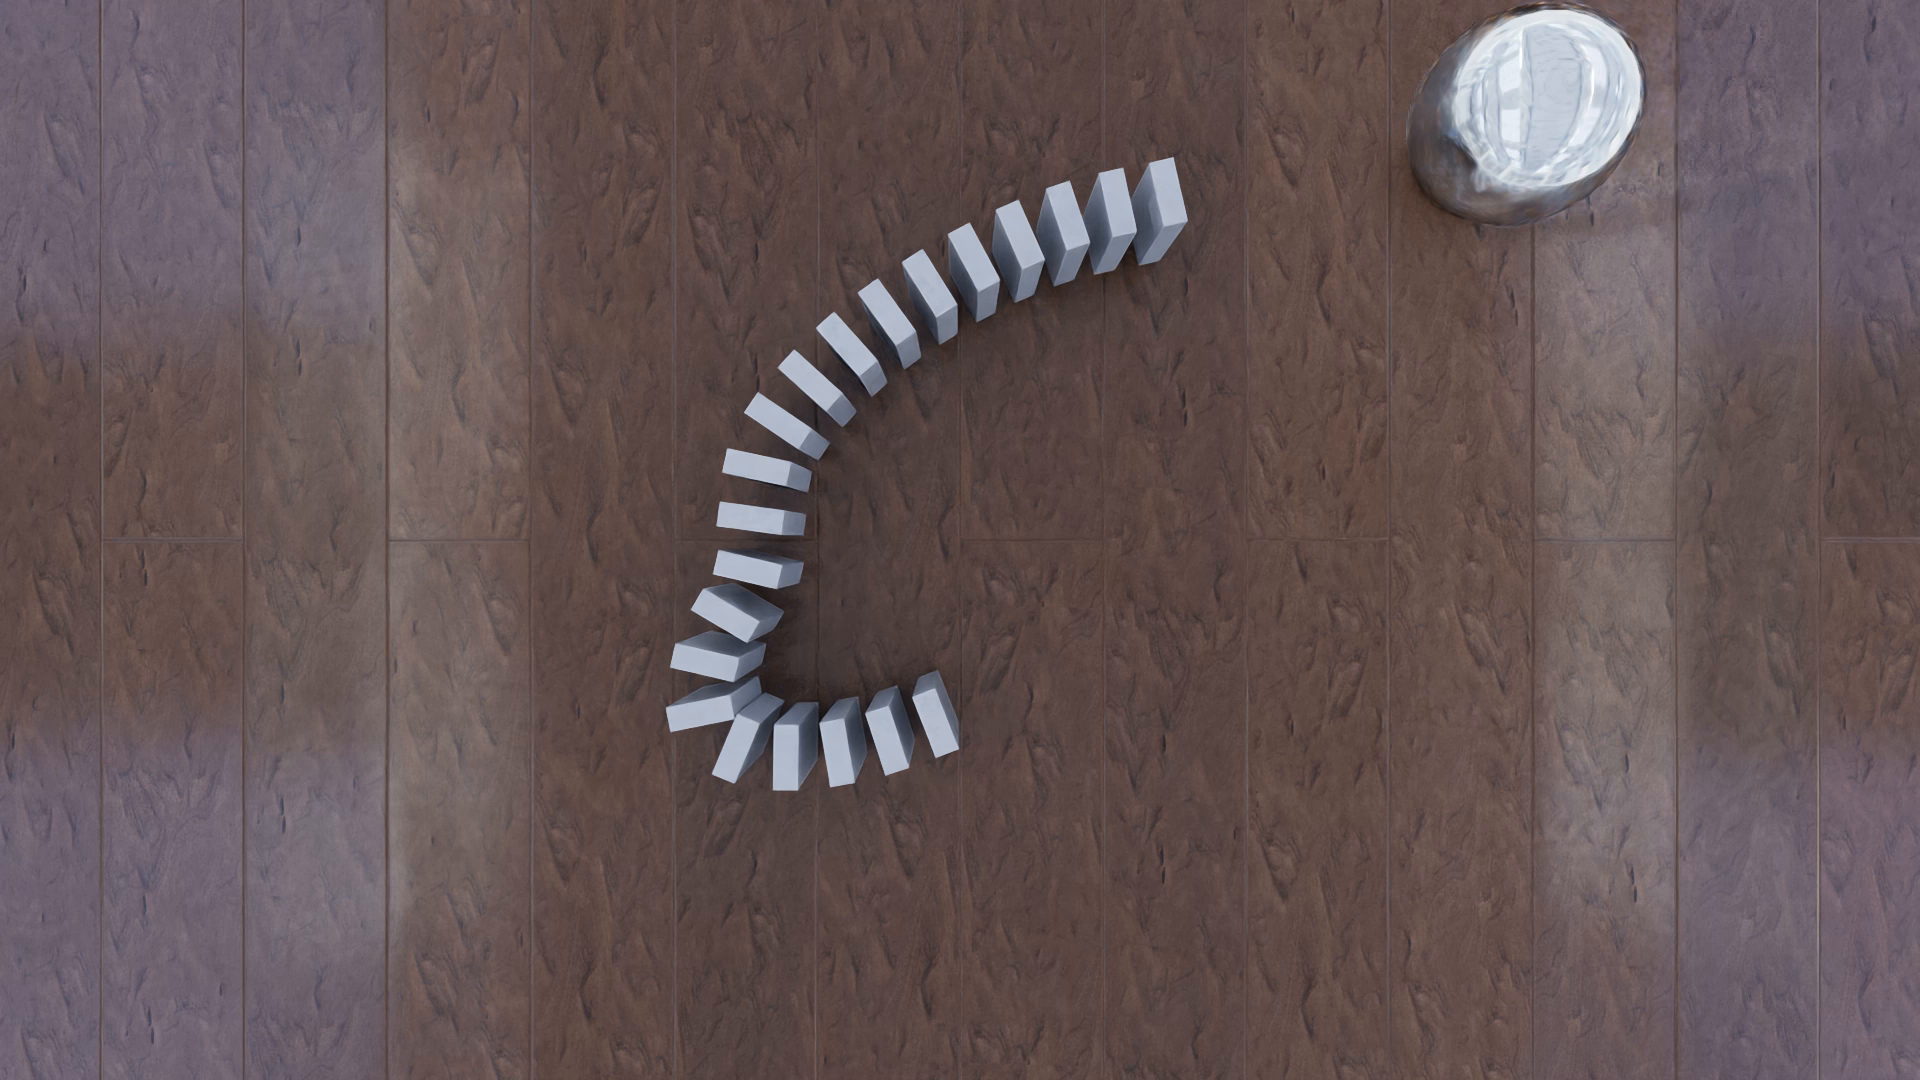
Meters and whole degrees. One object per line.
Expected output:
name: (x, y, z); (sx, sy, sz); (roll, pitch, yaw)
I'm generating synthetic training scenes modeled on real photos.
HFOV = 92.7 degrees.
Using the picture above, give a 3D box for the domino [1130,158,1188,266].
domino: (0.080, -0.133, 0.375); (0.009, 0.050, 0.025); (-13, 90, 0)

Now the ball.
ball: (0.220, -0.165, 0.360); (0.080, 0.080, 0.080); (0, 90, 0)

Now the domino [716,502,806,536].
domino: (-0.080, -0.008, 0.375); (0.025, 0.050, 0.010); (8, 90, 0)

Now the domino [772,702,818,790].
domino: (-0.067, 0.083, 0.375); (0.010, 0.050, 0.025); (1, 90, 0)

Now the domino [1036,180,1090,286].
domino: (0.041, -0.124, 0.375); (0.010, 0.050, 0.025); (-19, 90, 0)

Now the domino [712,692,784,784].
domino: (-0.086, 0.080, 0.375); (0.009, 0.050, 0.025); (23, 90, 0)

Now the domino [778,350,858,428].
domino: (-0.057, -0.061, 0.375); (0.025, 0.050, 0.010); (42, 90, 0)

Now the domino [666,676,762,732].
domino: (-0.099, 0.066, 0.375); (0.025, 0.050, 0.010); (-11, 90, 0)

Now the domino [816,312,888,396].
domino: (-0.043, -0.075, 0.375); (0.009, 0.050, 0.025); (-42, 90, 0)

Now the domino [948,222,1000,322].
domino: (0.005, -0.108, 0.375); (0.010, 0.050, 0.025); (-28, 90, 0)

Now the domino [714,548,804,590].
domino: (-0.081, 0.011, 0.375); (0.025, 0.050, 0.009); (13, 90, 0)

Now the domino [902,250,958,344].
domino: (-0.012, -0.098, 0.375); (0.010, 0.050, 0.025); (-32, 90, 0)

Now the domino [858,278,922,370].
domino: (-0.028, -0.087, 0.375); (0.010, 0.050, 0.025); (-36, 90, 0)

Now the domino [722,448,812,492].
domino: (-0.078, -0.028, 0.375); (0.025, 0.050, 0.009); (12, 90, 0)

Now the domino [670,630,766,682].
domino: (-0.098, 0.047, 0.375); (0.025, 0.050, 0.010); (13, 90, 0)

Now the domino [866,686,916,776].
domino: (-0.028, 0.077, 0.375); (0.010, 0.050, 0.025); (-18, 90, 0)

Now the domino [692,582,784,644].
domino: (-0.090, 0.029, 0.375); (0.025, 0.050, 0.010); (30, 90, 0)

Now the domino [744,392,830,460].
domino: (-0.070, -0.046, 0.375); (0.025, 0.050, 0.010); (34, 90, 0)

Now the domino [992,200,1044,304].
domino: (0.023, -0.117, 0.375); (0.009, 0.050, 0.025); (-24, 90, 0)

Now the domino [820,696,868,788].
domino: (-0.047, 0.081, 0.375); (0.009, 0.050, 0.025); (-10, 90, 0)

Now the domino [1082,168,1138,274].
domino: (0.060, -0.129, 0.375); (0.009, 0.050, 0.025); (-12, 90, 0)

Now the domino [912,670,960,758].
domino: (-0.009, 0.070, 0.375); (0.009, 0.050, 0.025); (-21, 90, 0)
